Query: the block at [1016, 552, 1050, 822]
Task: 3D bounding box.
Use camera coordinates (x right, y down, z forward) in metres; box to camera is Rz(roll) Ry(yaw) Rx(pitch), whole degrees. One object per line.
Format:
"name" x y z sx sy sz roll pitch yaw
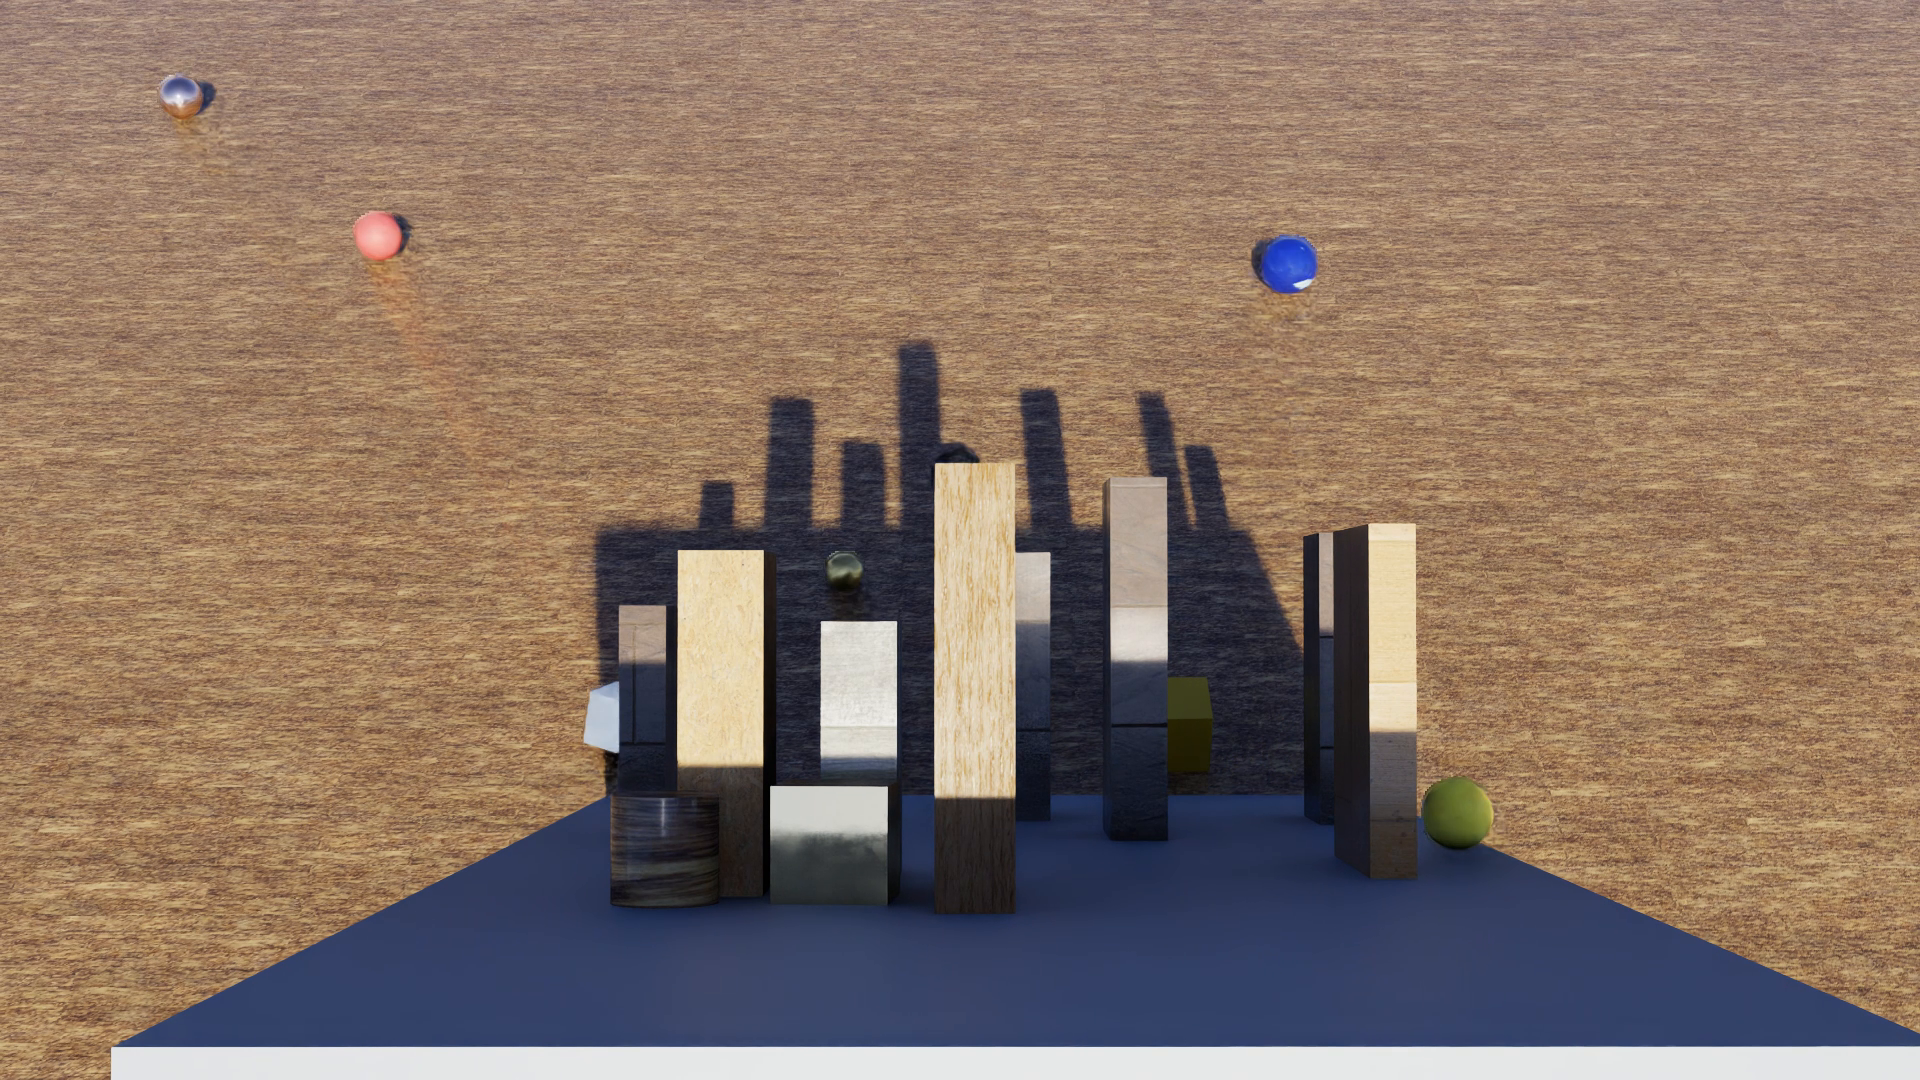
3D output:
"block" 0.155 0.341 6.105 0.103 0.616 0.288 0 -2 0

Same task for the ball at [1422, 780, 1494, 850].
"ball" 1.000 0.552 5.220 0.141 0.141 0.141 0 35 0

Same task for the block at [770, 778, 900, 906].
"block" -0.205 0.500 4.316 0.192 0.192 0.192 0 -2 5

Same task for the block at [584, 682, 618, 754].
"block" -0.915 0.486 7.062 0.146 0.146 0.146 15 14 20

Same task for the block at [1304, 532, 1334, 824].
"block" 0.856 0.316 5.983 0.092 0.657 0.271 0 -2 0

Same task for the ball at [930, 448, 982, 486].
"ball" -0.007 -0.199 8.071 0.168 0.168 0.168 0 35 0

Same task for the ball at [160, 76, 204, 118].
"ball" -3.096 -1.760 10.324 0.168 0.168 0.168 0 35 0

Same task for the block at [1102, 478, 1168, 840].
"block" 0.375 0.253 5.584 0.119 0.761 0.300 0 -2 0

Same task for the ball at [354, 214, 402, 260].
"ball" -2.095 -1.092 9.358 0.169 0.169 0.169 0 35 0

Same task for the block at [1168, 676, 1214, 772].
"block" 0.583 0.500 7.050 0.181 0.181 0.181 -1 35 -1

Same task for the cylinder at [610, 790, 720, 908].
"cylinder" -0.483 0.505 4.255 0.177 0.177 0.177 0 -2 0

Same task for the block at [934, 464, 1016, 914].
"block" 0.024 0.240 4.327 0.127 0.711 0.447 0 -2 0

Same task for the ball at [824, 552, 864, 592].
"ball" -0.342 0.095 7.691 0.117 0.117 0.117 0 35 0

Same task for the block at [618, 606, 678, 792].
"block" -0.662 0.386 5.536 0.098 0.492 0.264 0 -2 0

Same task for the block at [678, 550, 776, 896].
"block" -0.401 0.312 4.504 0.143 0.579 0.311 0 -2 0

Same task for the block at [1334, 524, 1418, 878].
"block" 0.776 0.295 4.875 0.084 0.635 0.444 0 -2 0

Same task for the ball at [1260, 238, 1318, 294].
"ball" 1.159 -0.966 9.149 0.201 0.201 0.201 0 35 0

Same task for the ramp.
"ramp" 0.077 0.661 4.822 2.000 0.100 4.000 0 -2 0

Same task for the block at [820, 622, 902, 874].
"block" -0.172 0.375 4.616 0.129 0.460 0.394 0 -2 0
